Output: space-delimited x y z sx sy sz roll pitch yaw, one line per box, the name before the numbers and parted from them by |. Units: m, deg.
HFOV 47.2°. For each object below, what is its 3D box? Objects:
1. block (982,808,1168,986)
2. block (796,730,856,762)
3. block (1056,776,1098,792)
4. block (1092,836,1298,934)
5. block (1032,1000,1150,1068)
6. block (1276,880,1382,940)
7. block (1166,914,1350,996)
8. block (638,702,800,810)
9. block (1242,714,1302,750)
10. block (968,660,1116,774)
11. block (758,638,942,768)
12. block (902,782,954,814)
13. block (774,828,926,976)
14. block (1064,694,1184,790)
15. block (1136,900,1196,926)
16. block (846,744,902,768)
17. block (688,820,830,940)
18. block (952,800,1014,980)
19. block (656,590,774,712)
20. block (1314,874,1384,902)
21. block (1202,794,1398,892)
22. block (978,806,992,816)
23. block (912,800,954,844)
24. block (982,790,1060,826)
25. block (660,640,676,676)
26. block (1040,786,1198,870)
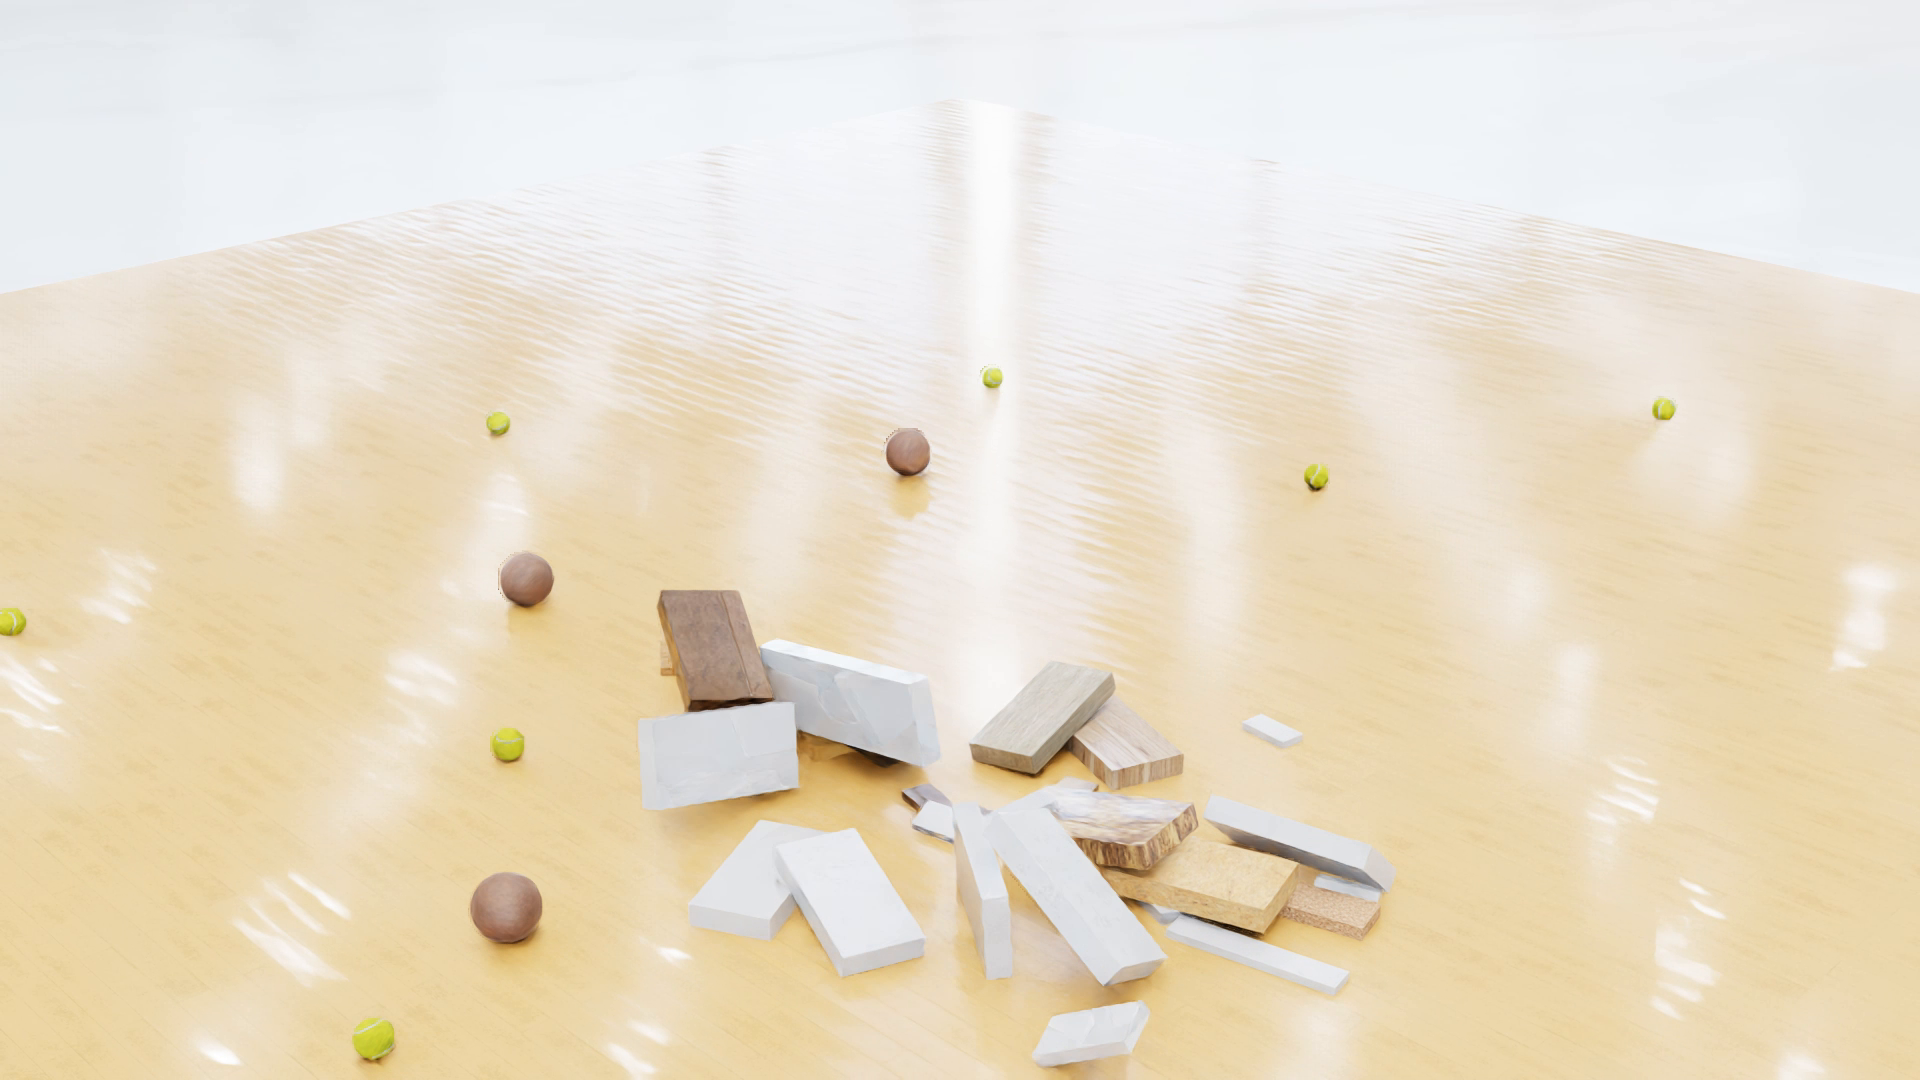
block | 0.204 0.631 3.917 0.355 0.050 0.177 50 21 24
block | -0.317 0.396 4.779 0.131 0.037 0.261 -13 26 -28
block | 0.216 0.530 4.485 0.074 0.021 0.148 13 26 28
block | 0.437 0.629 4.136 0.355 0.050 0.177 11 27 27
block | 0.217 0.819 3.648 0.190 0.027 0.095 -19 22 37
block | 0.679 0.688 4.106 0.190 0.027 0.095 13 26 28
block | 0.535 0.749 3.975 0.338 0.017 0.061 15 27 31
block | -0.482 0.430 4.420 0.353 0.176 0.050 -4 0 -43
block | 0.676 0.414 4.763 0.061 0.017 0.121 -18 29 -36
block | 0.179 0.376 4.710 0.162 0.046 0.325 9 35 36
block | -0.233 0.331 4.545 0.050 0.176 0.501 -22 21 -37
block | -0.058 0.537 4.471 0.066 0.019 0.131 -13 26 -27
block | -0.206 0.664 4.059 0.162 0.046 0.325 -10 35 -24
block | 0.302 0.408 4.737 0.169 0.048 0.418 -10 25 -23
block | 0.377 0.662 4.166 0.095 0.027 0.190 -10 25 -22
block | -0.196 0.398 4.682 0.130 0.037 0.261 -19 32 -38
block | -0.371 0.643 4.185 0.162 0.046 0.325 8 24 18
block | 0.040 0.638 4.036 0.048 0.169 0.338 -7 24 -7
block | -0.523 0.239 4.677 0.176 0.050 0.353 1 38 -21
block | 0.734 0.657 4.151 0.121 0.017 0.061 12 1 19
block | 0.649 0.579 4.201 0.338 0.048 0.169 15 -15 33
block | 0.062 0.571 4.391 0.131 0.019 0.066 20 30 39
block | -0.023 0.565 4.369 0.131 0.019 0.066 16 50 29
block | 0.111 0.533 4.267 0.149 0.021 0.074 -22 19 -23
block | -0.657 0.272 5.093 0.074 0.021 0.149 -3 23 -8
block | 0.259 0.550 4.220 0.355 0.050 0.177 1 22 41
